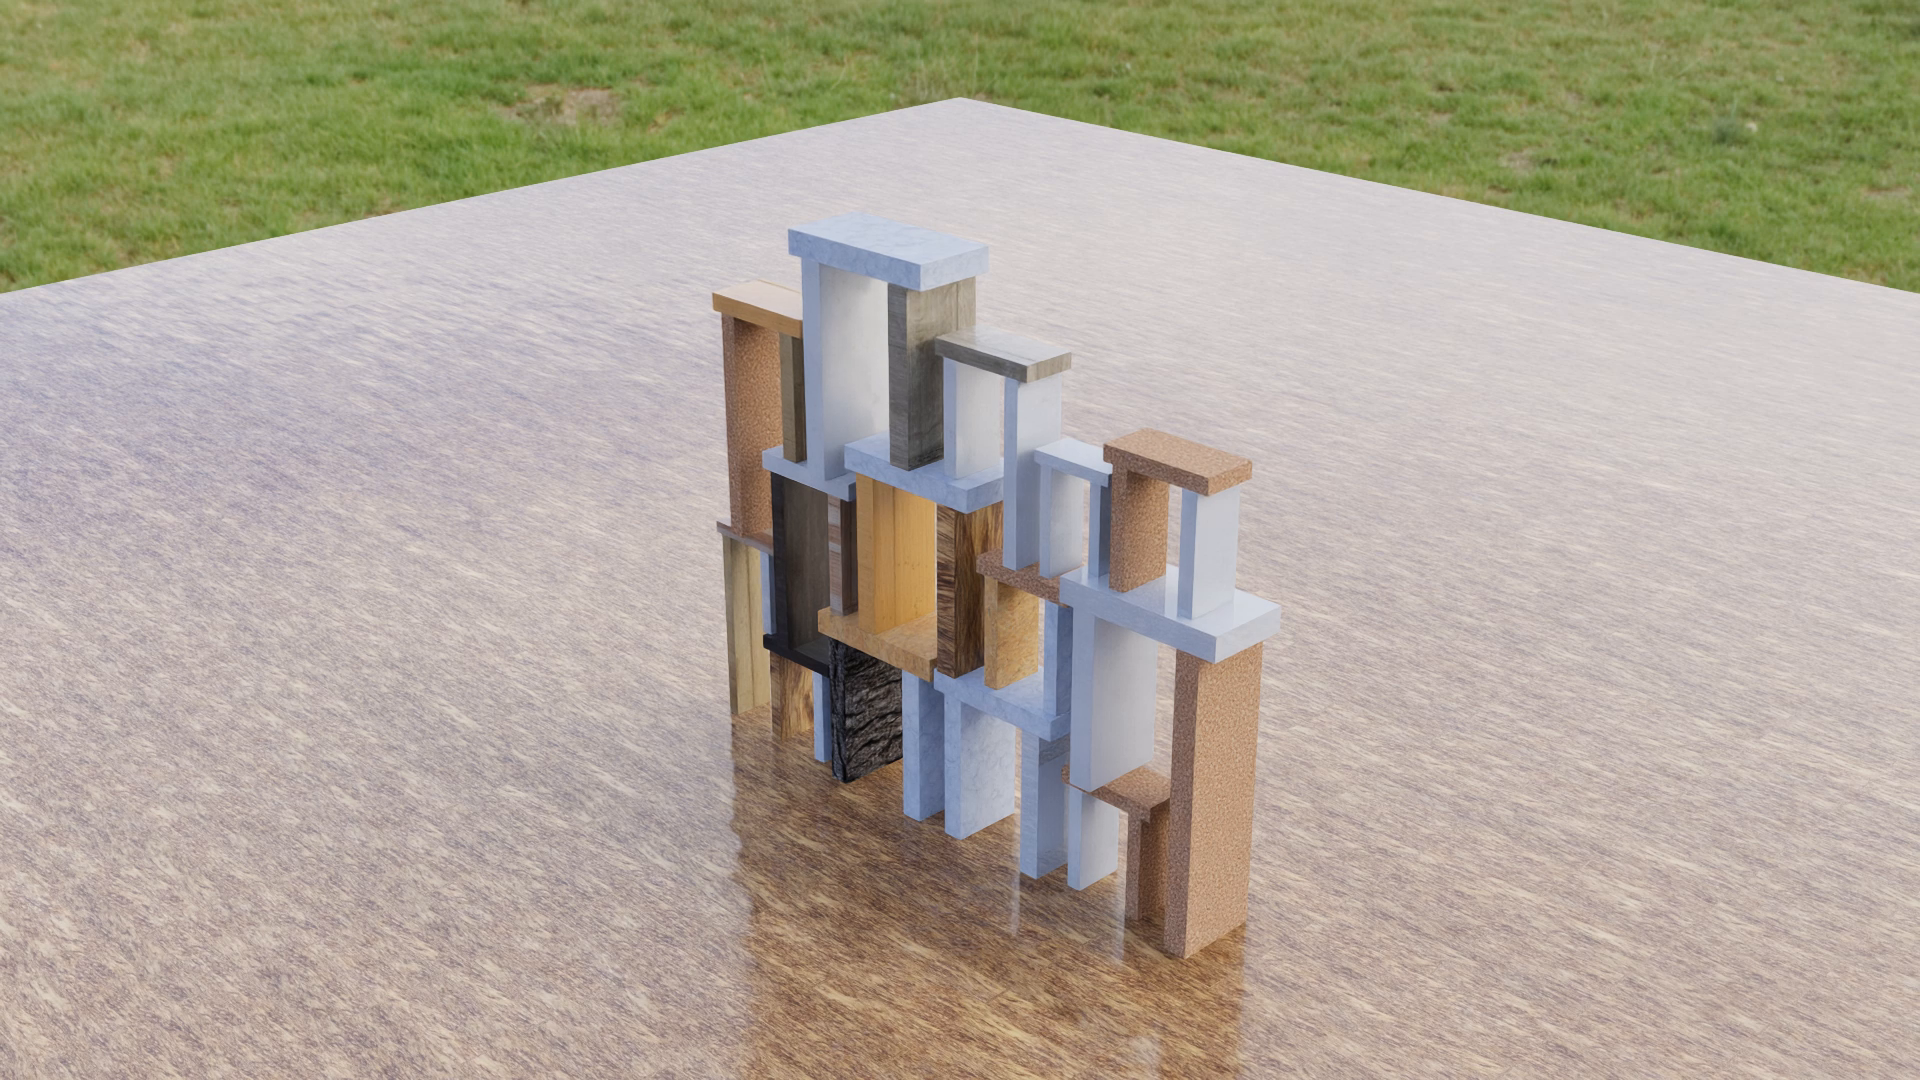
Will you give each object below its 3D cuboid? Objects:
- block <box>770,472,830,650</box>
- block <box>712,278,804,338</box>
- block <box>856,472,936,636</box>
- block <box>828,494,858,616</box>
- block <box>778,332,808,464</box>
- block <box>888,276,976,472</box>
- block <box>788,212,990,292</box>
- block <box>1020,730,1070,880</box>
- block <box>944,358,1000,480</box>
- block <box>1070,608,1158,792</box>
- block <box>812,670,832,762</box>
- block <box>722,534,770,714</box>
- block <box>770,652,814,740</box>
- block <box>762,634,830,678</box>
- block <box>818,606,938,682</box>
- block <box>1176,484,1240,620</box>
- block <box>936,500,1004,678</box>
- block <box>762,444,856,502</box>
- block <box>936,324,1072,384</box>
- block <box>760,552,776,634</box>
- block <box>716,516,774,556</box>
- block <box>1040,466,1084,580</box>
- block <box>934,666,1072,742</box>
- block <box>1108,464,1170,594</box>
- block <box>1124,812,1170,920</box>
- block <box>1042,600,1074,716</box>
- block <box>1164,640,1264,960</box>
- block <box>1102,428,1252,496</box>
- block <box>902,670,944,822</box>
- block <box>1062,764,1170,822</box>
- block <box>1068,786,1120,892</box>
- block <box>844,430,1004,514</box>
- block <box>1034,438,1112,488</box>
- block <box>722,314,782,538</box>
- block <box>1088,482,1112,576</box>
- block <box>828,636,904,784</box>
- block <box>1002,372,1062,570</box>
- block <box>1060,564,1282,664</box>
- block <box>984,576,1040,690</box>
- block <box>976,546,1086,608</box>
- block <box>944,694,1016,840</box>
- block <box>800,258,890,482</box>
[{"bbox_3d":[-0.327,0.028,4.586,0.130,0.394,0.037,-21,31,-41],"label":"block"},{"bbox_3d":[-0.360,-0.466,4.417,0.134,0.038,0.268,-22,31,-40],"label":"block"},{"bbox_3d":[-0.126,0.006,4.369,0.047,0.335,0.167,21,31,41],"label":"block"},{"bbox_3d":[-0.204,0.014,4.447,0.037,0.259,0.130,21,31,41],"label":"block"},{"bbox_3d":[-0.296,-0.301,4.419,0.038,0.268,0.134,21,32,40],"label":"block"},{"bbox_3d":[-0.052,-0.325,4.141,0.051,0.358,0.179,21,31,41],"label":"block"},{"bbox_3d":[-0.137,-0.546,4.136,0.358,0.051,0.179,21,31,40],"label":"block"},{"bbox_3d":[0.186,0.482,4.228,0.044,0.310,0.155,21,31,41],"label":"block"},{"bbox_3d":[0.023,-0.239,4.100,0.116,0.232,0.033,-21,31,-40],"label":"block"},{"bbox_3d":[0.284,0.267,4.037,0.179,0.357,0.051,-21,31,-41],"label":"block"},{"bbox_3d":[-0.261,0.358,4.653,0.029,0.207,0.103,21,31,41],"label":"block"},{"bbox_3d":[-0.466,0.173,4.810,0.027,0.424,0.094,21,31,41],"label":"block"},{"bbox_3d":[-0.359,0.319,4.743,0.029,0.207,0.104,21,31,41],"label":"block"},{"bbox_3d":[-0.310,0.230,4.652,0.207,0.029,0.103,21,31,41],"label":"block"},{"bbox_3d":[-0.117,0.188,4.427,0.325,0.046,0.162,21,31,41],"label":"block"},{"bbox_3d":[0.426,0.009,3.761,0.033,0.233,0.117,21,31,41],"label":"block"},{"bbox_3d":[0.032,0.075,4.227,0.047,0.352,0.167,21,31,40],"label":"block"},{"bbox_3d":[-0.266,-0.146,4.445,0.259,0.037,0.130,21,32,40],"label":"block"},{"bbox_3d":[0.077,-0.340,3.997,0.232,0.033,0.116,21,31,41],"label":"block"},{"bbox_3d":[-0.378,0.099,4.683,0.027,0.187,0.094,21,31,40],"label":"block"},{"bbox_3d":[-0.423,-0.017,4.681,0.094,0.027,0.187,-22,31,-40],"label":"block"},{"bbox_3d":[0.186,-0.044,4.010,0.025,0.218,0.088,21,31,41],"label":"block"},{"bbox_3d":[0.113,0.291,4.226,0.310,0.044,0.155,21,31,41],"label":"block"},{"bbox_3d":[0.316,-0.034,3.862,0.033,0.233,0.117,21,31,41],"label":"block"},{"bbox_3d":[0.358,0.589,4.094,0.031,0.218,0.109,21,31,41],"label":"block"},{"bbox_3d":[0.207,0.203,4.085,0.033,0.230,0.115,21,31,41],"label":"block"},{"bbox_3d":[0.452,0.447,3.931,0.051,0.606,0.179,21,31,41],"label":"block"},{"bbox_3d":[0.371,-0.135,3.760,0.233,0.033,0.117,21,31,41],"label":"block"},{"bbox_3d":[-0.040,0.388,4.429,0.046,0.325,0.162,21,31,41],"label":"block"},{"bbox_3d":[0.306,0.455,4.092,0.218,0.031,0.109,21,31,41],"label":"block"},{"bbox_3d":[0.255,0.549,4.188,0.031,0.218,0.109,21,31,41],"label":"block"},{"bbox_3d":[-0.047,-0.139,4.222,0.335,0.047,0.167,21,31,41],"label":"block"},{"bbox_3d":[0.227,-0.139,3.925,0.176,0.025,0.088,21,31,41],"label":"block"},{"bbox_3d":[-0.423,-0.251,4.579,0.134,0.485,0.038,-22,31,-40],"label":"block"},{"bbox_3d":[0.269,-0.030,3.926,0.025,0.176,0.088,21,31,41],"label":"block"},{"bbox_3d":[-0.193,0.329,4.570,0.046,0.325,0.162,21,31,41],"label":"block"},{"bbox_3d":[0.132,-0.133,4.026,0.033,0.370,0.116,21,31,41],"label":"block"},{"bbox_3d":[0.368,0.112,3.880,0.357,0.051,0.179,21,31,41],"label":"block"},{"bbox_3d":[0.099,0.160,4.184,0.033,0.230,0.115,21,31,41],"label":"block"},{"bbox_3d":[0.152,0.061,4.083,0.229,0.033,0.115,21,31,41],"label":"block"},{"bbox_3d":[0.040,0.425,4.362,0.044,0.310,0.155,21,31,41],"label":"block"},{"bbox_3d":[-0.221,-0.350,4.311,0.051,0.445,0.179,21,32,40],"label":"block"}]
